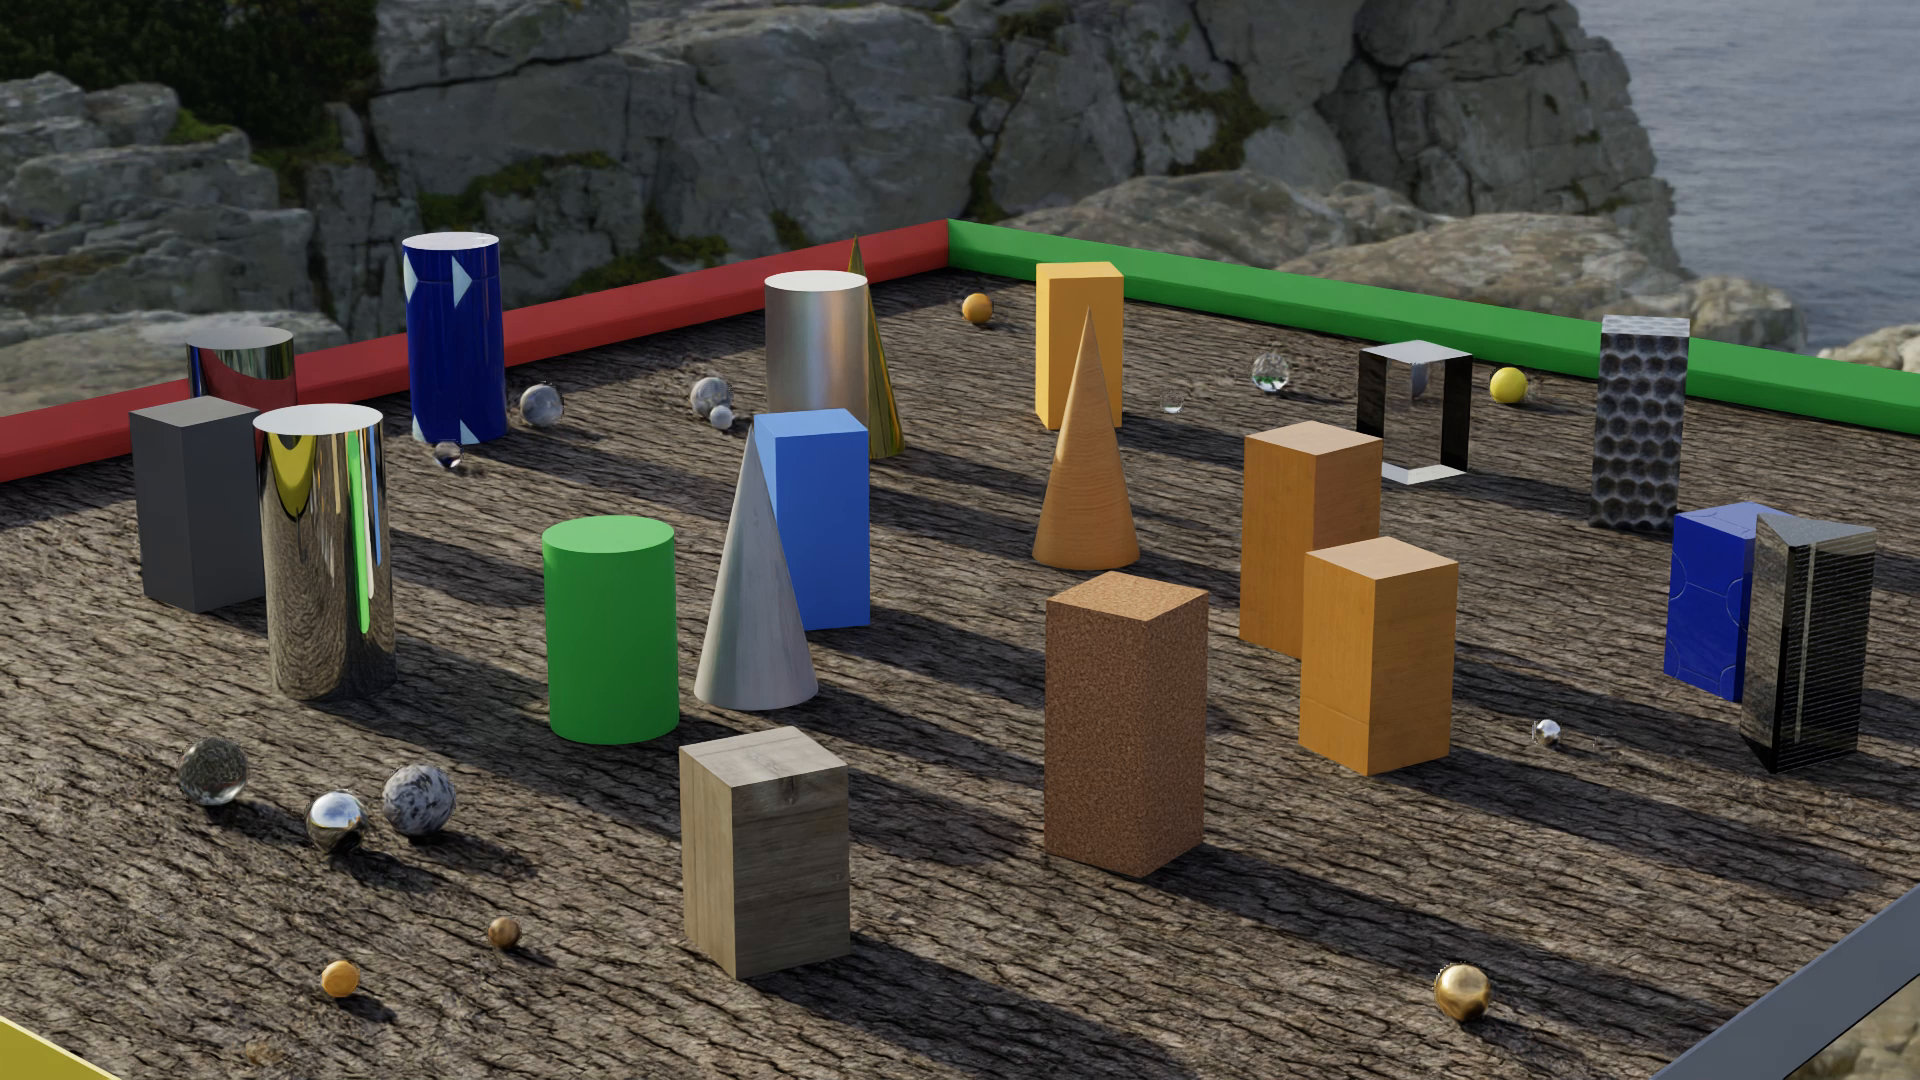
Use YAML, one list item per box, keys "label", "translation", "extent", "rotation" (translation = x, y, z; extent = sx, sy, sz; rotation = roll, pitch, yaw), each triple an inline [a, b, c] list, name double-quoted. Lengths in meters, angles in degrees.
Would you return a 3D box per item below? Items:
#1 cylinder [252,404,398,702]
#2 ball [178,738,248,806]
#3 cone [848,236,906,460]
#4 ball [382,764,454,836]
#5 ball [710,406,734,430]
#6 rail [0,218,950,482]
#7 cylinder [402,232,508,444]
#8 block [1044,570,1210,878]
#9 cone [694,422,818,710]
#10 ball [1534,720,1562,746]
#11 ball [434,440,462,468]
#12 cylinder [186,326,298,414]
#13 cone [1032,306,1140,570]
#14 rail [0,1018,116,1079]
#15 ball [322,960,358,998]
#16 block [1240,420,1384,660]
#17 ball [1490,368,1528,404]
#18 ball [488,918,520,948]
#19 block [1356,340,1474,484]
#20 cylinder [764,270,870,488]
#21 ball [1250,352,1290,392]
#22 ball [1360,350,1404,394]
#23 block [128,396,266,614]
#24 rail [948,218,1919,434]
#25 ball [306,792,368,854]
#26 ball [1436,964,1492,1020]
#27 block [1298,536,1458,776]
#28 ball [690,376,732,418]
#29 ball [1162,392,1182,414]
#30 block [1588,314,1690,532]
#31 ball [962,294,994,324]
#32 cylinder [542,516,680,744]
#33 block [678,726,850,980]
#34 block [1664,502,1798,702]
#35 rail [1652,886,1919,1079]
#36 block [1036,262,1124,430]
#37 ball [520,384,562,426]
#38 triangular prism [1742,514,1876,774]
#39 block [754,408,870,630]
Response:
- label: "cylinder"
  translation: [-1.003, 0.019, 4.641]
  extent: [0.199, 0.433, 0.199]
  rotation: [0, 17, 0]
- label: "ball"
  translation: [-1.067, 0.331, 4.187]
  extent: [0.097, 0.097, 0.097]
  rotation: [0, 17, 0]
- label: "cone"
  translation: [-0.212, -0.410, 6.027]
  extent: [0.199, 0.454, 0.199]
  rotation: [0, 17, 0]
- label: "ball"
  translation: [-0.754, 0.362, 4.079]
  extent: [0.099, 0.099, 0.099]
  rotation: [0, 17, 0]
- label: "ball"
  translation: [-0.507, -0.259, 6.225]
  extent: [0.052, 0.052, 0.052]
  rotation: [0, 17, 0]
- label: "rail"
  translation: [-1.432, -0.326, 6.310]
  extent: [0.045, 0.129, 4.319]
  rotation: [14, 22, 39]
- label: "cylinder"
  translation: [-1.058, -0.424, 6.148]
  extent: [0.199, 0.412, 0.199]
  rotation: [0, 17, 0]
- label: "block"
  translation: [0.226, 0.249, 3.996]
  extent: [0.159, 0.364, 0.159]
  rotation: [12, 20, 34]
- label: "cone"
  translation: [-0.324, 0.027, 4.604]
  extent: [0.199, 0.439, 0.199]
  rotation: [0, 17, 0]
- label: "ball"
  translation: [0.886, 0.291, 4.419]
  extent: [0.041, 0.041, 0.041]
  rotation: [0, 17, 0]
- label: "ball"
  translation: [-1.037, -0.173, 5.931]
  extent: [0.057, 0.057, 0.057]
  rotation: [0, 17, 0]
- label: "cylinder"
  translation: [-1.366, -0.222, 5.607]
  extent: [0.199, 0.337, 0.199]
  rotation: [0, 17, 0]
- label: "cone"
  translation: [0.231, -0.198, 5.302]
  extent: [0.199, 0.467, 0.199]
  rotation: [0, 17, 0]
- label: "rail"
  translation: [-1.400, 0.498, 3.575]
  extent: [3.839, 0.129, 0.045]
  rotation: [14, 22, 39]
- label: "ball"
  translation: [-0.759, 0.538, 3.590]
  extent: [0.045, 0.045, 0.045]
  rotation: [0, 17, 0]
- label: "block"
  translation: [0.579, 0.000, 4.848]
  extent: [0.159, 0.350, 0.159]
  rotation: [-14, 22, -38]
- label: "ball"
  translation: [1.206, -0.340, 6.443]
  extent: [0.080, 0.080, 0.080]
  rotation: [0, 17, 0]
- label: "ball"
  translation: [-0.579, 0.500, 3.727]
  extent: [0.040, 0.040, 0.040]
  rotation: [0, 17, 0]
- label: "block"
  translation: [0.911, -0.259, 5.889]
  extent: [0.159, 0.245, 0.159]
  rotation: [-11, 20, -32]
- label: "cylinder"
  translation: [-0.278, -0.298, 5.715]
  extent: [0.199, 0.421, 0.199]
  rotation: [0, 17, 0]
- label: "ball"
  translation: [0.693, -0.375, 6.551]
  extent: [0.086, 0.086, 0.086]
  rotation: [0, 17, 0]
- label: "ball"
  translation: [0.939, -0.376, 6.531]
  extent: [0.098, 0.098, 0.098]
  rotation: [0, 17, 0]
- label: "block"
  translation: [-1.317, -0.064, 5.092]
  extent: [0.159, 0.331, 0.159]
  rotation: [15, 22, 40]
- label: "rail"
  translation: [1.400, -0.433, 6.664]
  extent: [3.839, 0.129, 0.045]
  rotation: [14, 22, 39]
- label: "ball"
  translation: [-0.854, 0.387, 4.020]
  extent: [0.086, 0.086, 0.086]
  rotation: [0, 17, 0]
- label: "ball"
  translation: [0.606, 0.545, 3.530]
  extent: [0.067, 0.067, 0.067]
  rotation: [0, 17, 0]
- label: "block"
  translation: [0.621, 0.171, 4.364]
  extent: [0.159, 0.303, 0.159]
  rotation: [-10, 20, -31]
- label: "ball"
  translation: [-0.535, -0.306, 6.314]
  extent: [0.090, 0.090, 0.090]
  rotation: [0, 17, 0]
- label: "ball"
  translation: [0.460, -0.298, 6.366]
  extent: [0.045, 0.045, 0.045]
  rotation: [0, 17, 0]
- label: "block"
  translation: [1.283, -0.222, 5.541]
  extent: [0.159, 0.375, 0.159]
  rotation: [4, 17, 13]
- label: "ball"
  translation: [0.044, -0.570, 7.216]
  extent: [0.075, 0.075, 0.075]
  rotation: [0, 17, 0]
- label: "cylinder"
  translation: [-0.532, 0.136, 4.479]
  extent: [0.199, 0.303, 0.199]
  rotation: [0, 17, 0]
- label: "block"
  translation: [-0.247, 0.393, 3.706]
  extent: [0.159, 0.256, 0.159]
  rotation: [-9, 19, -27]
- label: "block"
  translation: [1.245, 0.096, 4.672]
  extent: [0.159, 0.267, 0.159]
  rotation: [-9, 19, -28]
- label: "rail"
  translation: [1.432, 0.391, 3.930]
  extent: [0.045, 0.129, 4.319]
  rotation: [14, 22, 39]
- label: "block"
  translation: [0.254, -0.417, 6.271]
  extent: [0.159, 0.327, 0.159]
  rotation: [-2, 17, -8]
- label: "ball"
  translation: [-0.893, -0.287, 6.249]
  extent: [0.091, 0.091, 0.091]
  rotation: [0, 17, 0]
- label: "triangular prism"
  translation: [1.231, 0.146, 4.364]
  extent: [0.172, 0.350, 0.149]
  rotation: [-10, 19, -29]
- label: "block"
  translation: [-0.251, -0.035, 4.979]
  extent: [0.159, 0.340, 0.159]
  rotation: [-5, 17, -16]
